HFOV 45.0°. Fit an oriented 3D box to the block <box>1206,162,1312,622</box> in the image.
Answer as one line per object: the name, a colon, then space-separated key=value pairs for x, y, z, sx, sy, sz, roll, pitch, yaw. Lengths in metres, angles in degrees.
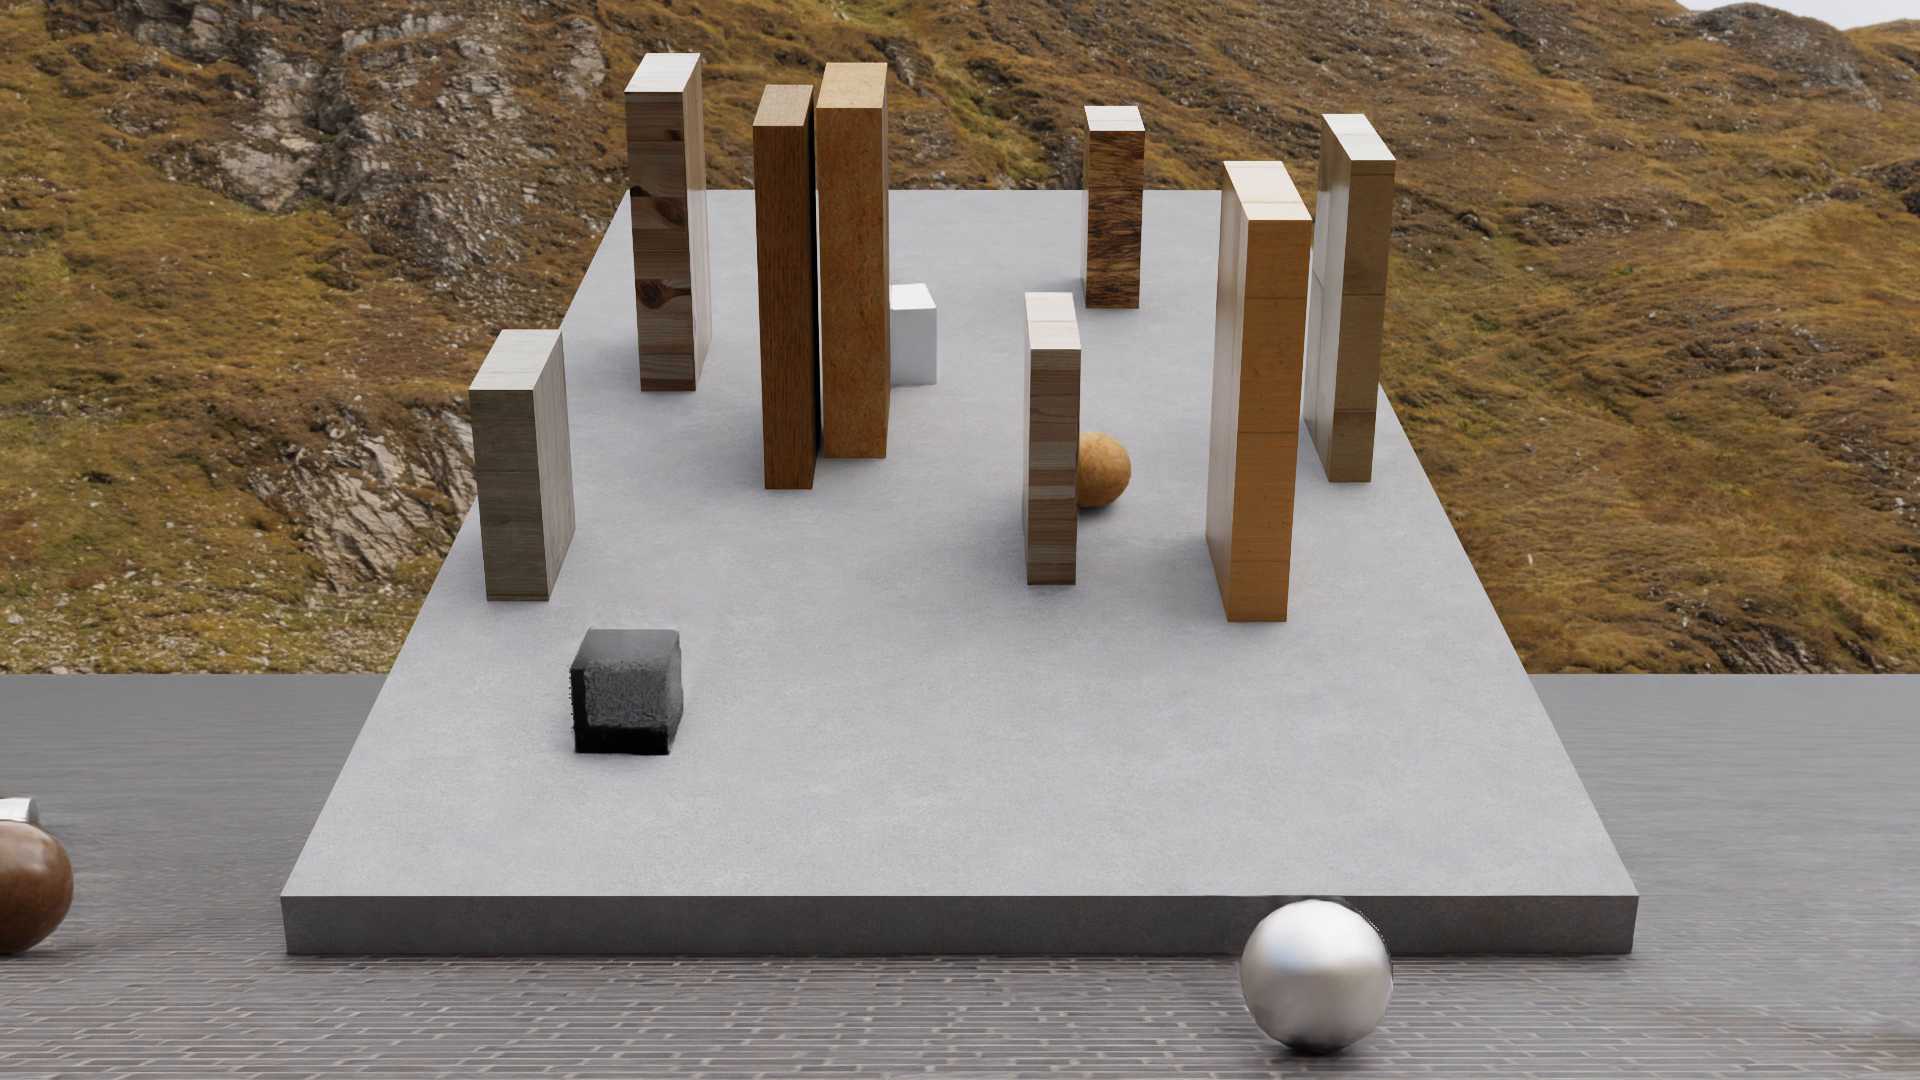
block: x=0.547 y=-0.279 z=4.307 sx=0.109 sy=0.762 sz=0.404 roll=0 pitch=23 yaw=0

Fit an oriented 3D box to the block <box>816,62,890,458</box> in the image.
block: x=-0.227 y=-0.616 z=5.074 sx=0.134 sy=0.766 sz=0.438 roll=0 pitch=23 yaw=0

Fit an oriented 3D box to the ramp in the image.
ramp: x=-0.008 y=-0.227 z=5.265 sx=2.000 sy=0.100 sz=4.000 roll=0 pitch=23 yaw=0

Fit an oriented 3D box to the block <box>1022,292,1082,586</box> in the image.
block: x=0.174 y=-0.200 z=4.483 sx=0.092 sy=0.474 sz=0.343 roll=0 pitch=23 yaw=0

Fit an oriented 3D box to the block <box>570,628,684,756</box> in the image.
block: x=-0.550 y=0.250 z=3.845 sx=0.153 sy=0.153 sz=0.153 roll=1 pitch=23 yaw=3

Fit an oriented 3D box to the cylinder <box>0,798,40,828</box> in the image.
cylinder: x=-1.861 y=0.580 z=4.413 sx=0.177 sy=0.177 sz=0.177 roll=1 pitch=-3 yaw=-13

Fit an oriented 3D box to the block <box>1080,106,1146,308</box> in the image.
block: x=0.394 y=-0.867 z=6.032 sx=0.138 sy=0.466 sz=0.272 roll=0 pitch=23 yaw=0

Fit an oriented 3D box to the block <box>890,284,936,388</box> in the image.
block: x=-0.163 y=-0.483 z=5.490 sx=0.191 sy=0.191 sz=0.191 roll=-3 pitch=24 yaw=-8

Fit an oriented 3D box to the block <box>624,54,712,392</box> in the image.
block: x=-0.681 y=-0.752 z=5.464 sx=0.129 sy=0.704 sz=0.410 roll=0 pitch=23 yaw=0

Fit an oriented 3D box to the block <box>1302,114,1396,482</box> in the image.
block: x=0.825 y=-0.520 z=4.948 sx=0.089 sy=0.693 sz=0.399 roll=0 pitch=23 yaw=0

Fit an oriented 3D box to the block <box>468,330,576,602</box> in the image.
block: x=-0.830 y=-0.147 z=4.422 sx=0.116 sy=0.421 sz=0.344 roll=0 pitch=23 yaw=0

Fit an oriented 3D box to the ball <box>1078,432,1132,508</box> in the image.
ball: x=0.273 y=-0.145 z=4.756 sx=0.157 sy=0.157 sz=0.157 roll=0 pitch=-3 yaw=0

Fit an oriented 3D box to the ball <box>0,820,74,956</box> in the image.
ball: x=-1.421 y=0.515 z=3.441 sx=0.199 sy=0.199 sz=0.199 roll=0 pitch=-3 yaw=0

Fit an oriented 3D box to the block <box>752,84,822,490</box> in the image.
block: x=-0.359 y=-0.533 z=4.875 sx=0.099 sy=0.771 sz=0.368 roll=0 pitch=23 yaw=0

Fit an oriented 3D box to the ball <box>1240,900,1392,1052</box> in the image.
ball: x=0.394 y=0.483 z=2.570 sx=0.167 sy=0.167 sz=0.167 roll=0 pitch=-3 yaw=0
